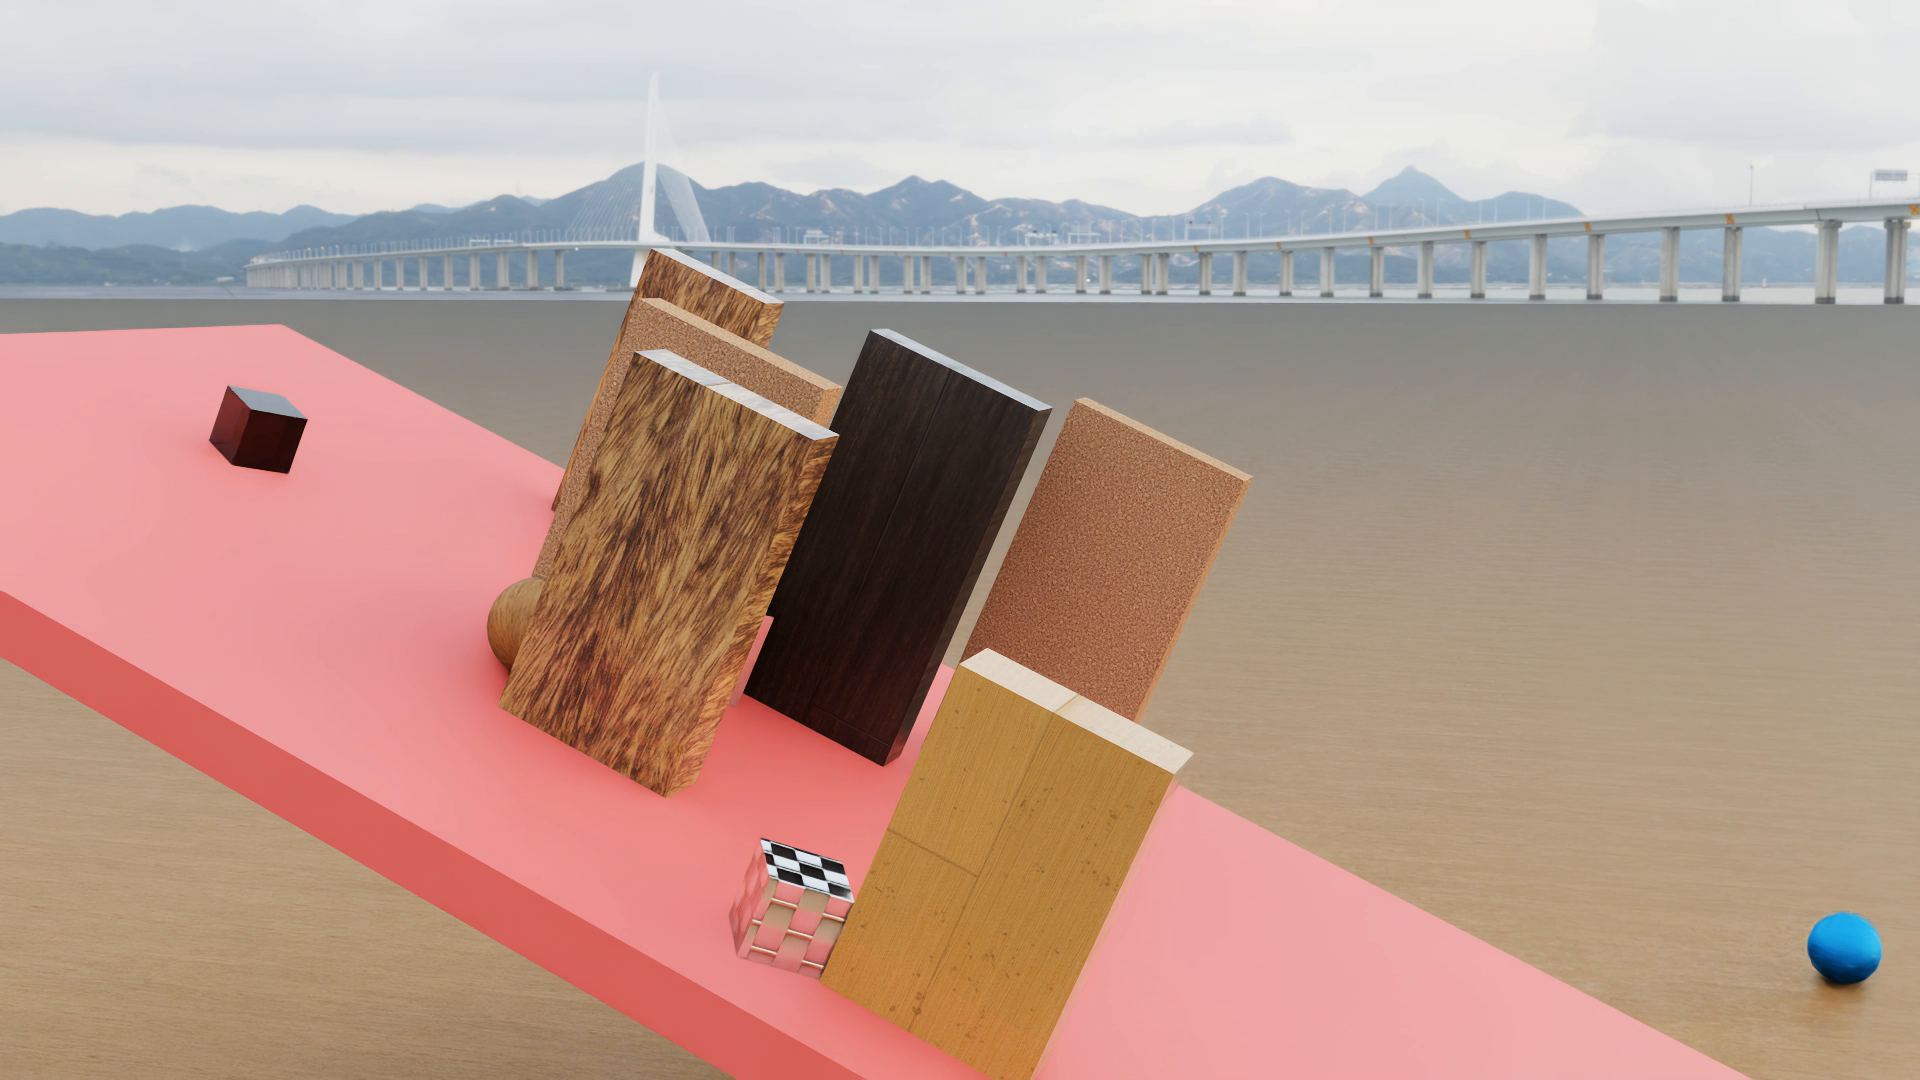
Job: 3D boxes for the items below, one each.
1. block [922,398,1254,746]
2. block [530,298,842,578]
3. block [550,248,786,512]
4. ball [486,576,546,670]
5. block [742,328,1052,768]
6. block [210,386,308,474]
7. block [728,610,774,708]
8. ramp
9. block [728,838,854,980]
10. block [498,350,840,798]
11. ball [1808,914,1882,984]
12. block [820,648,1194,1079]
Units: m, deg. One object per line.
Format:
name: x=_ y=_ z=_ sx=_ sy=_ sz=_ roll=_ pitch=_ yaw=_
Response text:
block: x=0.250 y=0.152 z=4.434 sx=0.373 sy=0.789 sz=0.097 roll=26 pitch=13 yaw=13
block: x=-0.532 y=-0.042 z=4.050 sx=0.392 sy=0.703 sz=0.094 roll=26 pitch=13 yaw=13
block: x=-0.663 y=-0.300 z=4.967 sx=0.296 sy=0.646 sz=0.116 roll=26 pitch=13 yaw=13
ball: x=-0.767 y=0.159 z=4.001 sx=0.184 sy=0.184 sz=0.184 roll=0 pitch=7 yaw=0
block: x=-0.147 y=0.015 z=4.329 sx=0.368 sy=0.773 sz=0.107 roll=26 pitch=13 yaw=13
block: x=-1.436 y=-0.225 z=4.499 sx=0.125 sy=0.125 sz=0.125 roll=10 pitch=19 yaw=-45
block: x=-0.516 y=0.177 z=4.327 sx=0.199 sy=0.199 sz=0.199 roll=17 pitch=15 yaw=-25
ramp: x=-0.280 y=0.484 z=4.179 sx=4.000 sy=0.100 sz=2.000 roll=26 pitch=13 yaw=13
block: x=-0.260 y=0.565 z=3.373 sx=0.138 sy=0.138 sz=0.138 roll=19 pitch=14 yaw=-17
block: x=-0.504 y=0.056 z=3.770 sx=0.349 sy=0.677 sz=0.121 roll=26 pitch=13 yaw=13
ball: x=2.312 y=1.069 z=5.750 sx=0.181 sy=0.181 sz=0.181 roll=0 pitch=7 yaw=0
block: x=0.067 y=0.494 z=3.307 sx=0.351 sy=0.549 sz=0.146 roll=26 pitch=13 yaw=13
